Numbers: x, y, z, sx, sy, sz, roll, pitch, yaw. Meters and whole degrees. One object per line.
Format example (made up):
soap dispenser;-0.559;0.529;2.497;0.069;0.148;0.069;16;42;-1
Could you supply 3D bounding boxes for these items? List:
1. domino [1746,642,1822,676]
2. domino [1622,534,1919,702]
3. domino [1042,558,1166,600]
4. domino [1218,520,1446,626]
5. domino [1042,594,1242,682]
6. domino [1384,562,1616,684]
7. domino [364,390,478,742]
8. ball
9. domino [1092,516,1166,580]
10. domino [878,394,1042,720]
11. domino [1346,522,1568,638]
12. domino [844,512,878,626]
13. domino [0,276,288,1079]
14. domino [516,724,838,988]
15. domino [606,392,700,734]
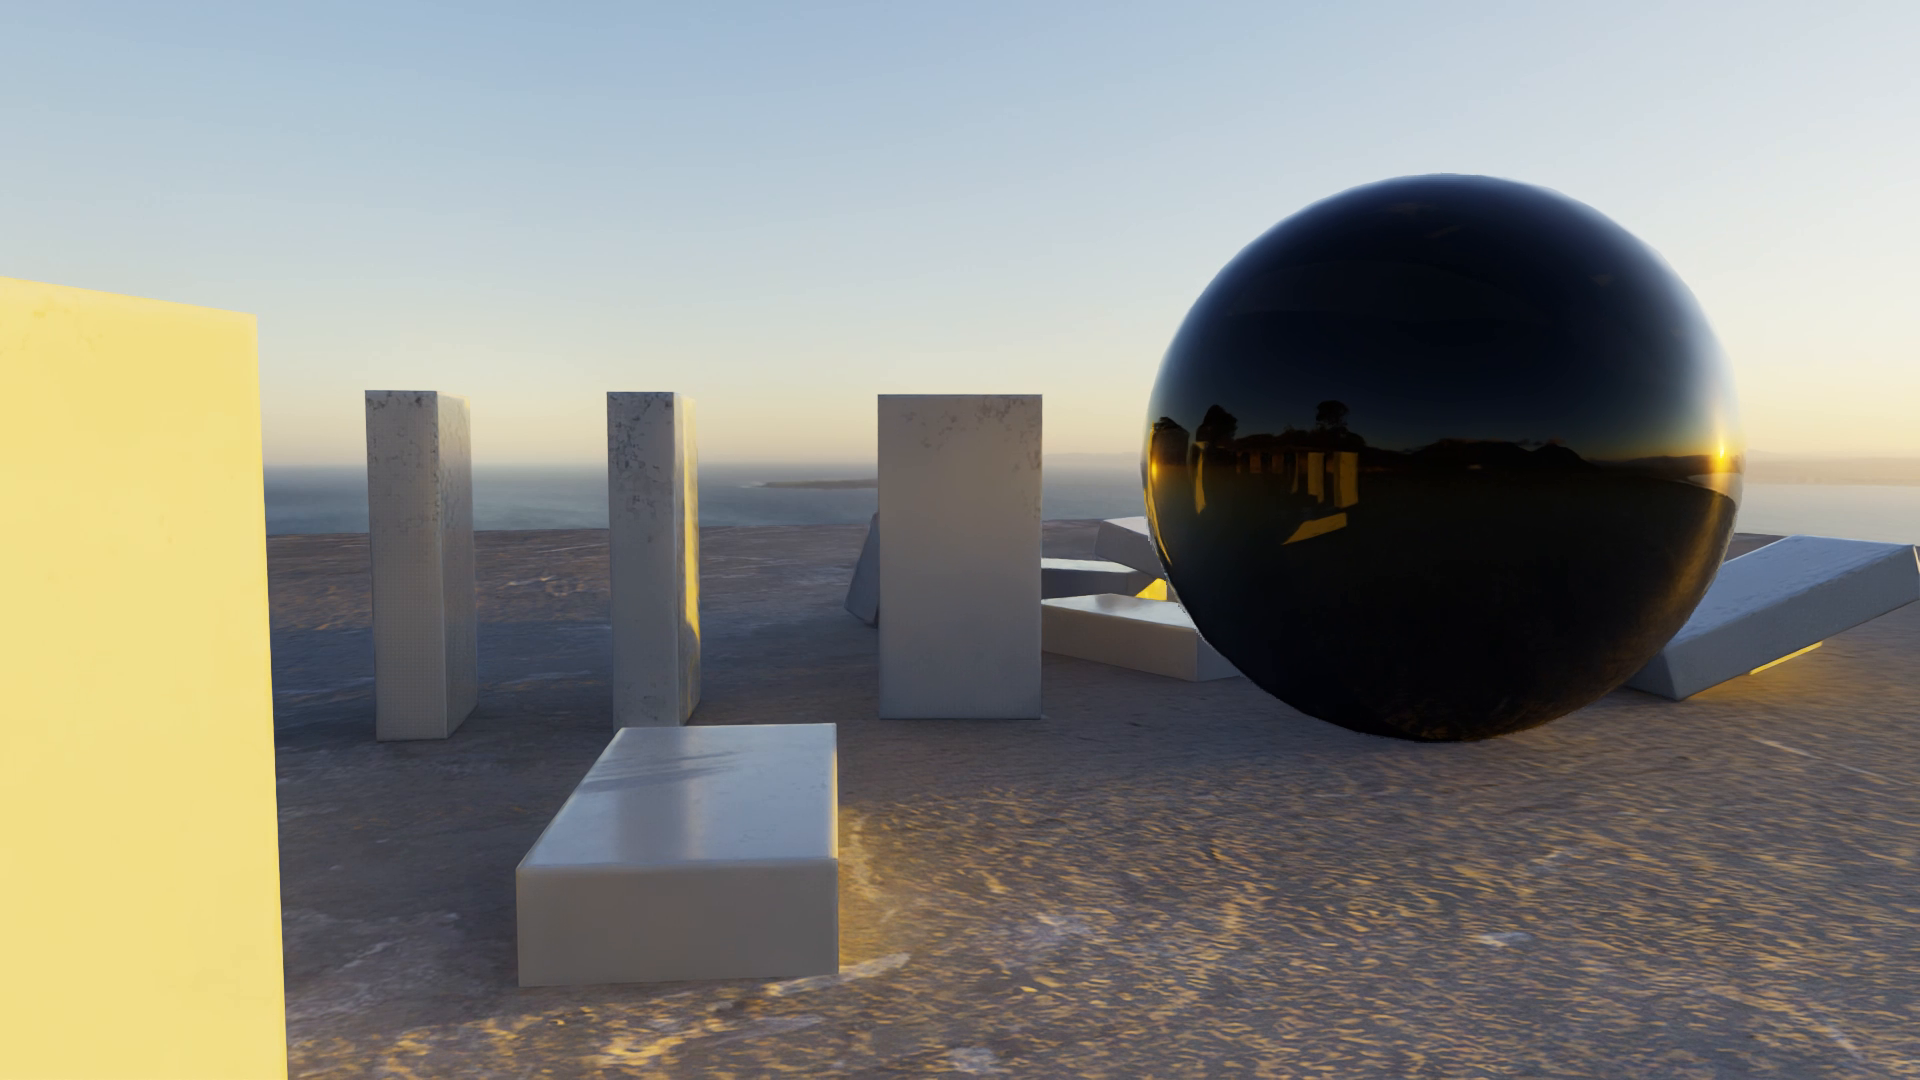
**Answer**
domino;0.155;0.018;0.262;0.050;0.009;0.025;-4;6;-43
domino;0.138;0.013;0.227;0.050;0.009;0.025;-20;8;-8
domino;0.029;0.011;0.353;0.050;0.009;0.025;3;5;33
domino;0.093;0.007;0.319;0.025;0.009;0.050;-1;19;-43
domino;0.038;0.019;0.257;0.025;0.009;0.050;-3;5;-36
domino;0.102;0.015;0.241;0.025;0.010;0.050;-29;-15;37
domino;-0.081;0.003;0.194;0.010;0.050;0.025;-1;4;-11
ball;0.066;-0.011;0.184;0.080;0.080;0.080;0;4;0
domino;0.063;0.006;0.338;0.050;0.010;0.025;21;15;32
domino;0.000;0.002;0.201;0.025;0.050;0.009;0;4;0
domino;0.117;0.008;0.295;0.025;0.010;0.050;4;16;-32
domino;-0.005;0.005;0.318;0.009;0.025;0.050;30;21;31
domino;-0.047;0.013;0.065;0.010;0.050;0.025;1;4;7
domino;-0.025;0.028;0.126;0.025;0.010;0.050;0;4;-6
domino;-0.047;0.003;0.199;0.010;0.050;0.025;0;4;-4
